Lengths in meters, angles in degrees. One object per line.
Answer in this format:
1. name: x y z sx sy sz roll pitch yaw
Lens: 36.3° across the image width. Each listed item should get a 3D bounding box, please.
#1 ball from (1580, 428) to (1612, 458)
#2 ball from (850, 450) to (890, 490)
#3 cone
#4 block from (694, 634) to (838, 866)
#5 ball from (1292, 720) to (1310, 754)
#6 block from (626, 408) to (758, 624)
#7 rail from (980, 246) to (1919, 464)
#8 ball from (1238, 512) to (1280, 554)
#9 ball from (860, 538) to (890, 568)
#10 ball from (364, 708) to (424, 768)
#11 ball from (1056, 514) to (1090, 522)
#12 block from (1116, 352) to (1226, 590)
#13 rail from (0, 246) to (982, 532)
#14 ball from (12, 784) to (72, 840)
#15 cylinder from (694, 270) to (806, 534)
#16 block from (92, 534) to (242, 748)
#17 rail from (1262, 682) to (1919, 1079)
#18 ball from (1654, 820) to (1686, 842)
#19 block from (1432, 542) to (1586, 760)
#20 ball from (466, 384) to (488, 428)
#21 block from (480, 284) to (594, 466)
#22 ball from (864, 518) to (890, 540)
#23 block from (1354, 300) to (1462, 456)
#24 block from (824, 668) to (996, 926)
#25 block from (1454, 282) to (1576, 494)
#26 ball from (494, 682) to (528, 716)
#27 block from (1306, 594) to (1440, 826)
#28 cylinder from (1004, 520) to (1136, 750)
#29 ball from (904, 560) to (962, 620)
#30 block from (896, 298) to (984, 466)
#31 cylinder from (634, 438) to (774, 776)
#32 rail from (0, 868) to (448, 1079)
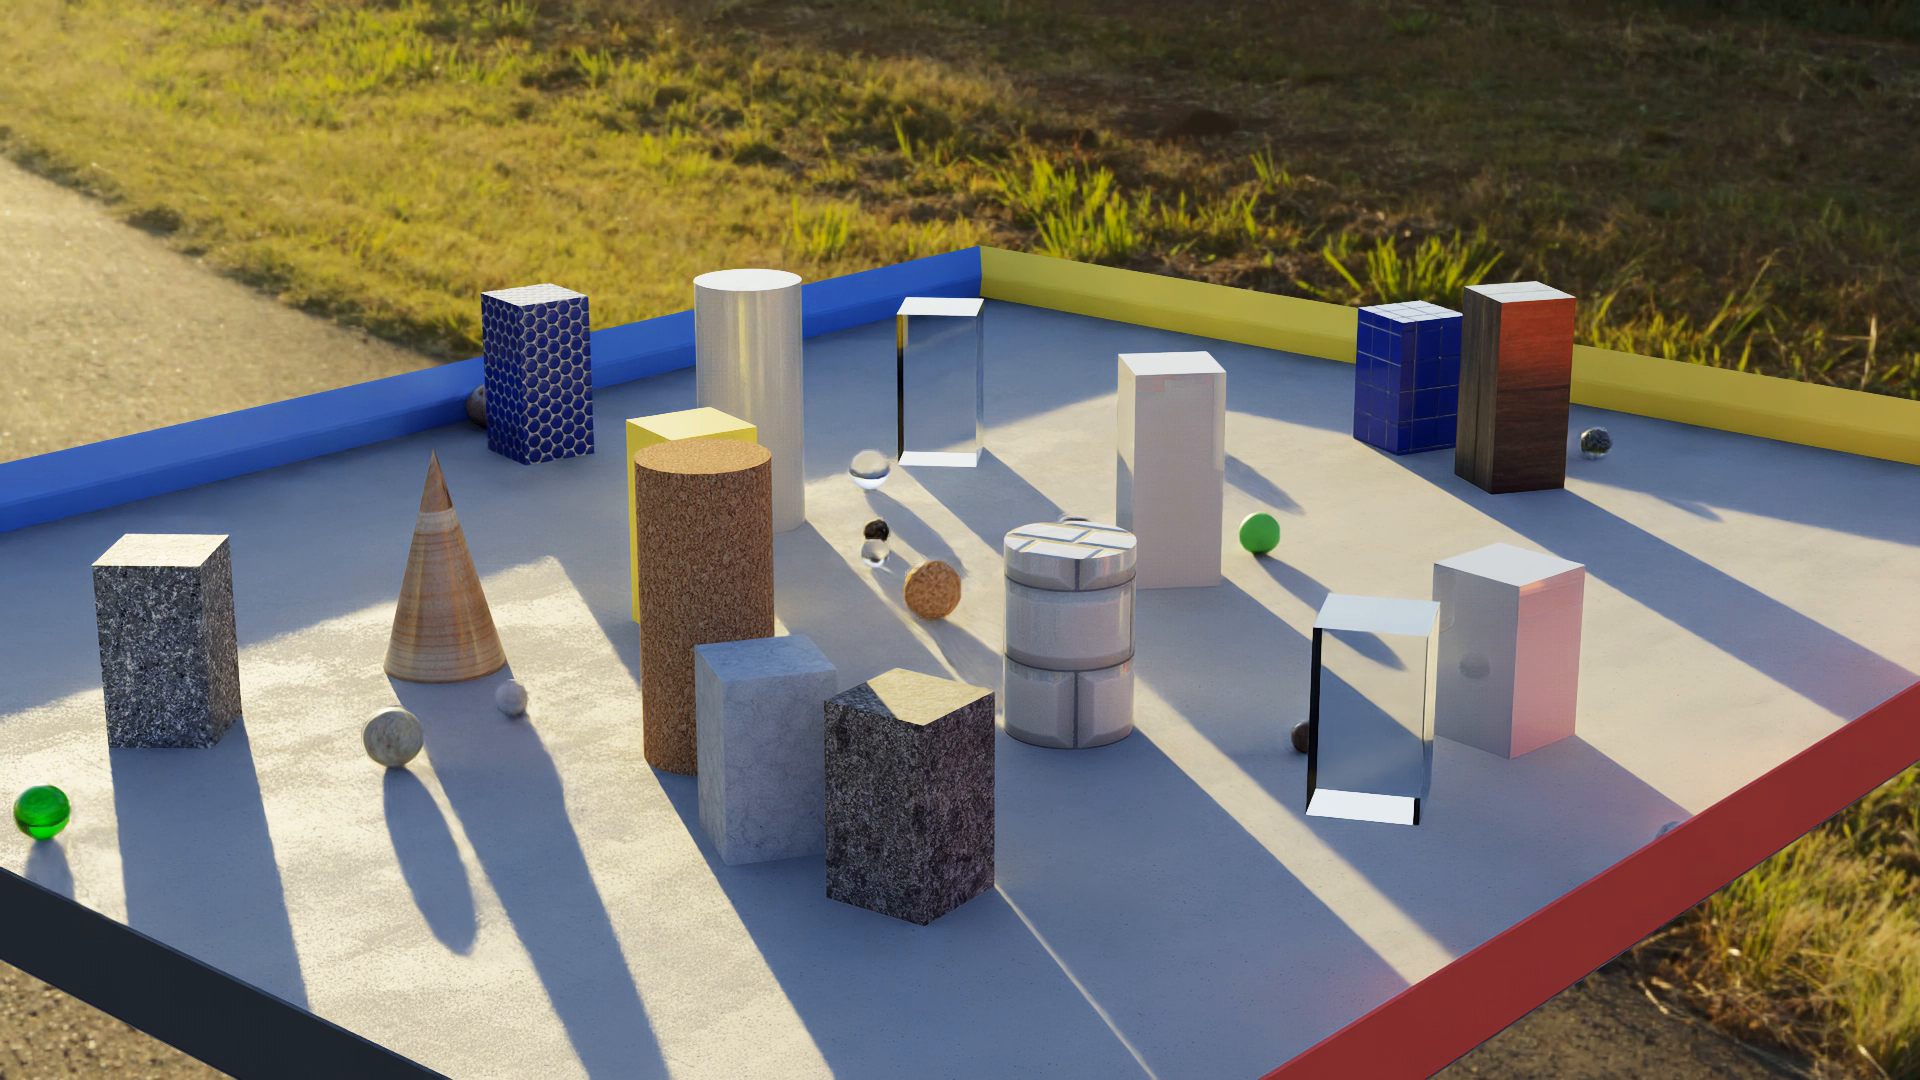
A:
1. ball: 1.303 -0.198 6.007 0.062 0.062 0.062 0 17 0
2. ball: -0.178 -0.137 5.777 0.077 0.077 0.077 0 17 0
3. cone: -0.841 0.026 4.734 0.200 0.366 0.200 0 17 0
4. block: -0.266 0.287 4.044 0.160 0.265 0.160 -6 18 -18
5. ball: 0.521 0.295 4.393 0.049 0.049 0.049 0 17 0
6. block: -0.448 -0.025 4.929 0.160 0.353 0.160 -11 20 -32
7. rail: 1.250 -0.382 6.498 3.216 0.130 0.045 14 22 39
8. ball: 0.547 -0.011 5.360 0.077 0.077 0.077 0 17 0
9. ball: -0.152 0.024 5.283 0.053 0.053 0.053 0 17 0
10. ball: -0.838 0.292 4.334 0.088 0.088 0.088 0 17 0
11. ball: 0.205 0.003 5.278 0.097 0.097 0.097 0 17 0
12. block: 0.371 -0.125 5.198 0.160 0.388 0.160 -2 17 -7
13. rail: -1.196 -0.267 6.114 0.045 0.130 3.859 14 22 39
14. ball: -1.275 0.377 4.071 0.078 0.078 0.078 0 17 0
15. cylinder: -0.394 -0.260 5.510 0.200 0.467 0.200 0 17 0
16. block: -1.201 0.153 4.451 0.160 0.288 0.160 1 17 2
17. rail: 1.196 0.332 4.125 0.045 0.130 3.859 14 22 39
18. ball: 0.973 0.414 3.957 0.071 0.071 0.071 0 17 0
19. block: 0.825 0.165 4.440 0.160 0.270 0.160 -15 22 -40
20. ball: -1.001 -0.285 6.234 0.097 0.097 0.097 0 17 0
21. block: -0.867 -0.342 6.018 0.160 0.331 0.160 -12 21 -35
22. ball: -0.155 -0.016 5.427 0.047 0.047 0.047 0 17 0
23. block: 0.934 -0.338 6.093 0.160 0.280 0.160 -8 19 -26
24. block: -0.065 0.336 3.862 0.160 0.277 0.160 11 20 33
25. block: 1.095 -0.302 5.792 0.160 0.384 0.160 -5 18 -17
26. ball: -0.695 0.246 4.548 0.052 0.052 0.052 0 17 0
27. block: 0.589 0.239 4.176 0.160 0.280 0.160 4 17 14
28. cylinder: 0.166 0.143 4.461 0.200 0.300 0.200 0 17 0
29. ball: -0.046 0.085 5.001 0.100 0.100 0.100 0 17 0
30. block: -0.039 -0.324 5.988 0.160 0.313 0.160 2 17 5
31. cylinder: -0.375 0.098 4.334 0.200 0.460 0.200 0 17 0
32. rail: -1.250 0.447 3.742 3.216 0.130 0.045 14 22 39
